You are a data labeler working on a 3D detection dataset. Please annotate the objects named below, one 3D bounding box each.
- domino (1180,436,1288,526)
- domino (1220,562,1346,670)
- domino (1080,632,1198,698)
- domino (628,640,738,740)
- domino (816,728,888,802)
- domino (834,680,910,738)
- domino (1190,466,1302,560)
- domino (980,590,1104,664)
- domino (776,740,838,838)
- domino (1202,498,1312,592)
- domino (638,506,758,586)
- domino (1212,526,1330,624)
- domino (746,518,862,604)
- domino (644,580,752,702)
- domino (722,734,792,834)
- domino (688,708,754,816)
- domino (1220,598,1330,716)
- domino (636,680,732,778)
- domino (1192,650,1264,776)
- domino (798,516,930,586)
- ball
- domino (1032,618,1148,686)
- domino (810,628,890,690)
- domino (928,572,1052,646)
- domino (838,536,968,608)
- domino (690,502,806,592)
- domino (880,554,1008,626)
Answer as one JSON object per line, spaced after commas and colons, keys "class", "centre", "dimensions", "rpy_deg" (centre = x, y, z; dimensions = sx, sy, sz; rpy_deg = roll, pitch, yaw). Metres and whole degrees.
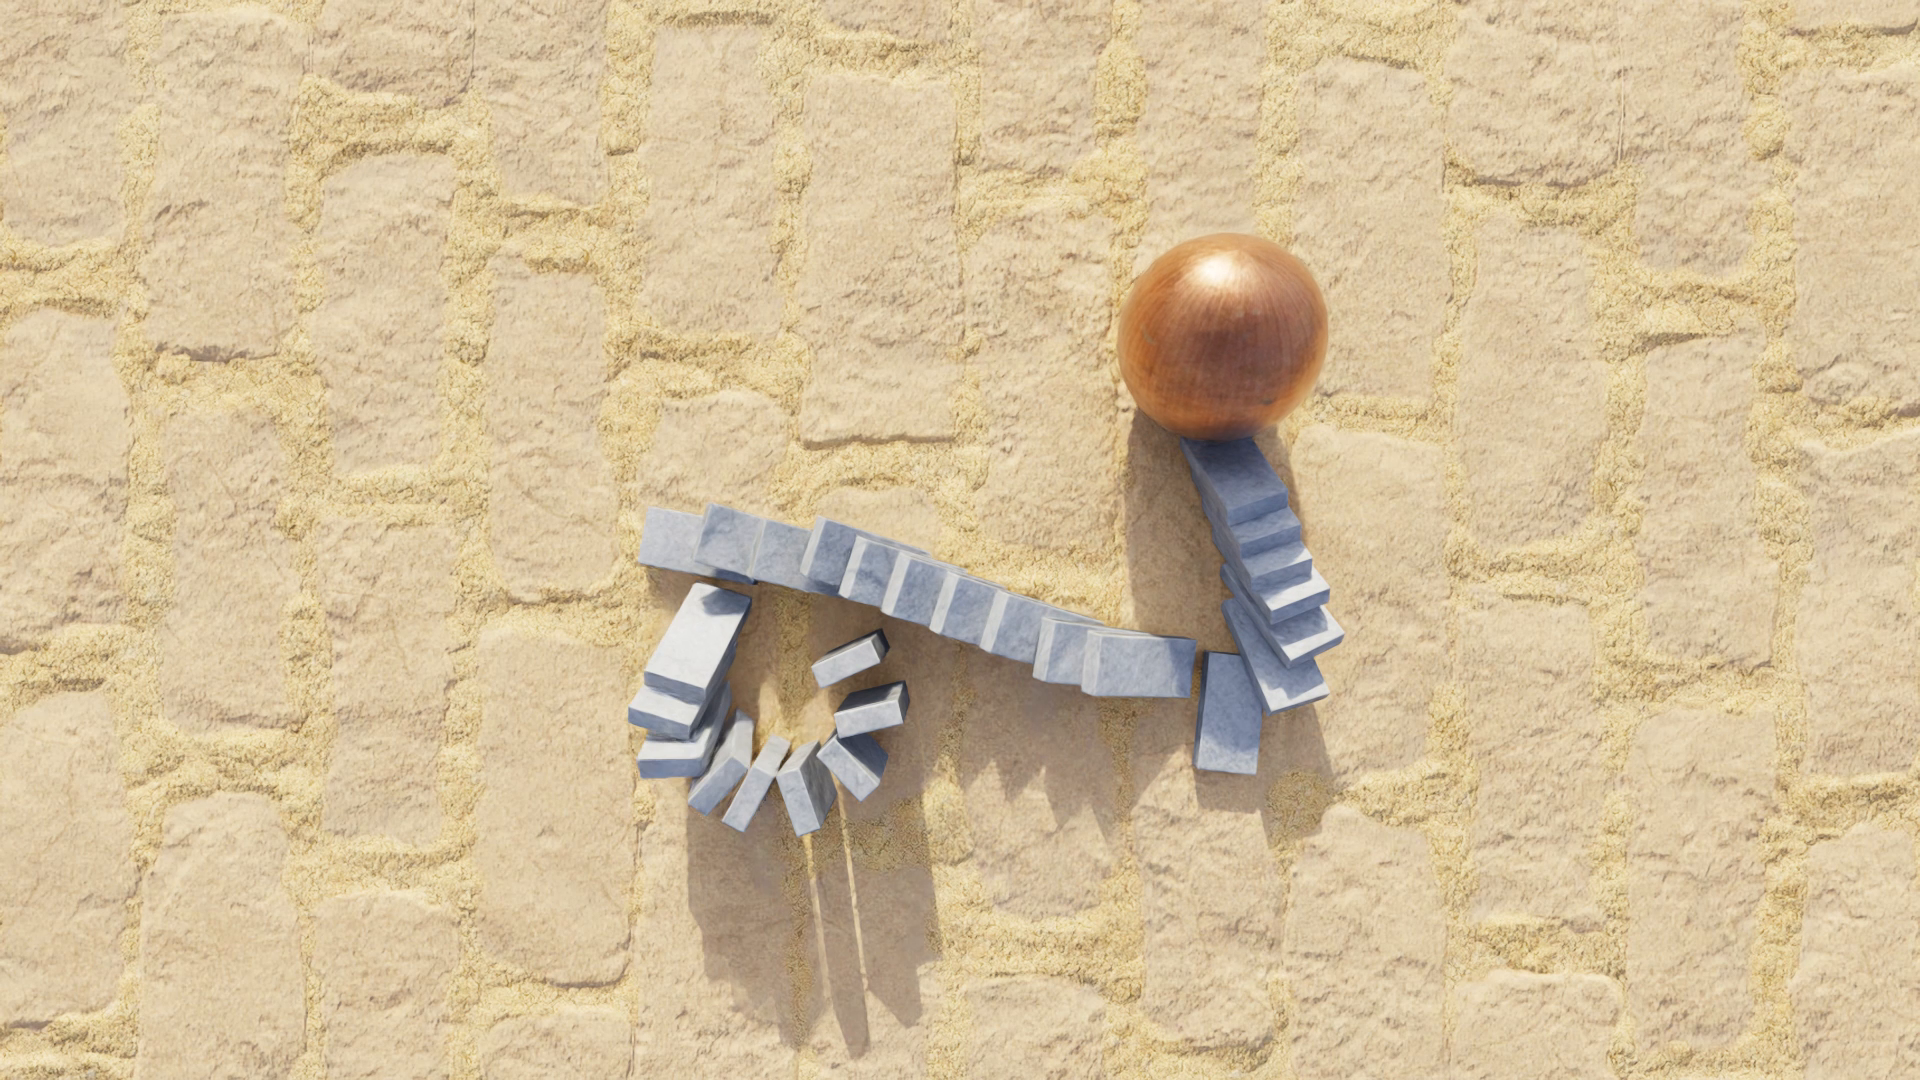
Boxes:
{"class": "domino", "centre": [0.112, -0.030, 0.379], "dimensions": [0.025, 0.009, 0.050], "rpy_deg": [-17, 46, 0]}
{"class": "domino", "centre": [0.133, 0.026, 0.381], "dimensions": [0.025, 0.009, 0.050], "rpy_deg": [-25, 57, -5]}
{"class": "domino", "centre": [0.075, 0.052, 0.384], "dimensions": [0.050, 0.009, 0.025], "rpy_deg": [6, 92, -27]}
{"class": "domino", "centre": [-0.113, 0.057, 0.377], "dimensions": [0.025, 0.050, 0.010], "rpy_deg": [17, 127, 0]}
{"class": "domino", "centre": [-0.043, 0.088, 0.375], "dimensions": [0.009, 0.050, 0.025], "rpy_deg": [-43, 90, 0]}
{"class": "domino", "centre": [-0.035, 0.069, 0.375], "dimensions": [0.025, 0.050, 0.009], "rpy_deg": [-13, 90, 0]}
{"class": "domino", "centre": [0.117, -0.017, 0.379], "dimensions": [0.025, 0.009, 0.050], "rpy_deg": [-18, 47, 1]}
{"class": "domino", "centre": [0.035, 0.040, 0.384], "dimensions": [0.050, 0.010, 0.025], "rpy_deg": [18, 90, -28]}
{"class": "domino", "centre": [-0.062, 0.100, 0.375], "dimensions": [0.009, 0.050, 0.025], "rpy_deg": [-19, 90, 0]}
{"class": "domino", "centre": [0.122, -0.003, 0.379], "dimensions": [0.025, 0.010, 0.050], "rpy_deg": [-18, 47, 1]}
{"class": "domino", "centre": [-0.111, 0.002, 0.395], "dimensions": [0.050, 0.010, 0.025], "rpy_deg": [11, 90, 0]}
{"class": "domino", "centre": [0.128, 0.010, 0.379], "dimensions": [0.025, 0.009, 0.050], "rpy_deg": [-21, 47, -2]}
{"class": "domino", "centre": [-0.061, 0.009, 0.385], "dimensions": [0.050, 0.010, 0.025], "rpy_deg": [15, 90, -24]}
{"class": "domino", "centre": [-0.107, 0.041, 0.379], "dimensions": [0.025, 0.050, 0.009], "rpy_deg": [17, 135, 0]}
{"class": "domino", "centre": [-0.082, 0.098, 0.375], "dimensions": [0.010, 0.050, 0.025], "rpy_deg": [29, 90, -4]}
{"class": "domino", "centre": [-0.097, 0.089, 0.375], "dimensions": [0.010, 0.050, 0.025], "rpy_deg": [43, 91, -15]}
{"class": "domino", "centre": [0.132, 0.046, 0.385], "dimensions": [0.025, 0.009, 0.050], "rpy_deg": [-17, 65, 0]}
{"class": "domino", "centre": [-0.112, 0.076, 0.376], "dimensions": [0.025, 0.050, 0.010], "rpy_deg": [-2, 118, 1]}
{"class": "domino", "centre": [0.116, 0.074, 0.395], "dimensions": [0.025, 0.010, 0.050], "rpy_deg": [6, 90, 0]}
{"class": "domino", "centre": [-0.039, 0.009, 0.384], "dimensions": [0.050, 0.009, 0.025], "rpy_deg": [19, 90, -29]}
{"class": "ball", "centre": [0.102, -0.078, 0.360], "dimensions": [0.080, 0.080, 0.080], "rpy_deg": [0, 90, 0]}
{"class": "domino", "centre": [0.056, 0.048, 0.384], "dimensions": [0.050, 0.009, 0.025], "rpy_deg": [10, 90, -27]}
{"class": "domino", "centre": [-0.044, 0.048, 0.375], "dimensions": [0.025, 0.050, 0.009], "rpy_deg": [-24, 90, 0]}
{"class": "domino", "centre": [0.014, 0.032, 0.384], "dimensions": [0.050, 0.009, 0.025], "rpy_deg": [19, 90, -30]}
{"class": "domino", "centre": [-0.023, 0.017, 0.382], "dimensions": [0.050, 0.009, 0.025], "rpy_deg": [18, 91, -32]}
{"class": "domino", "centre": [-0.084, 0.003, 0.385], "dimensions": [0.050, 0.009, 0.025], "rpy_deg": [18, 89, -24]}
{"class": "domino", "centre": [-0.006, 0.025, 0.383], "dimensions": [0.050, 0.010, 0.025], "rpy_deg": [18, 90, -32]}
